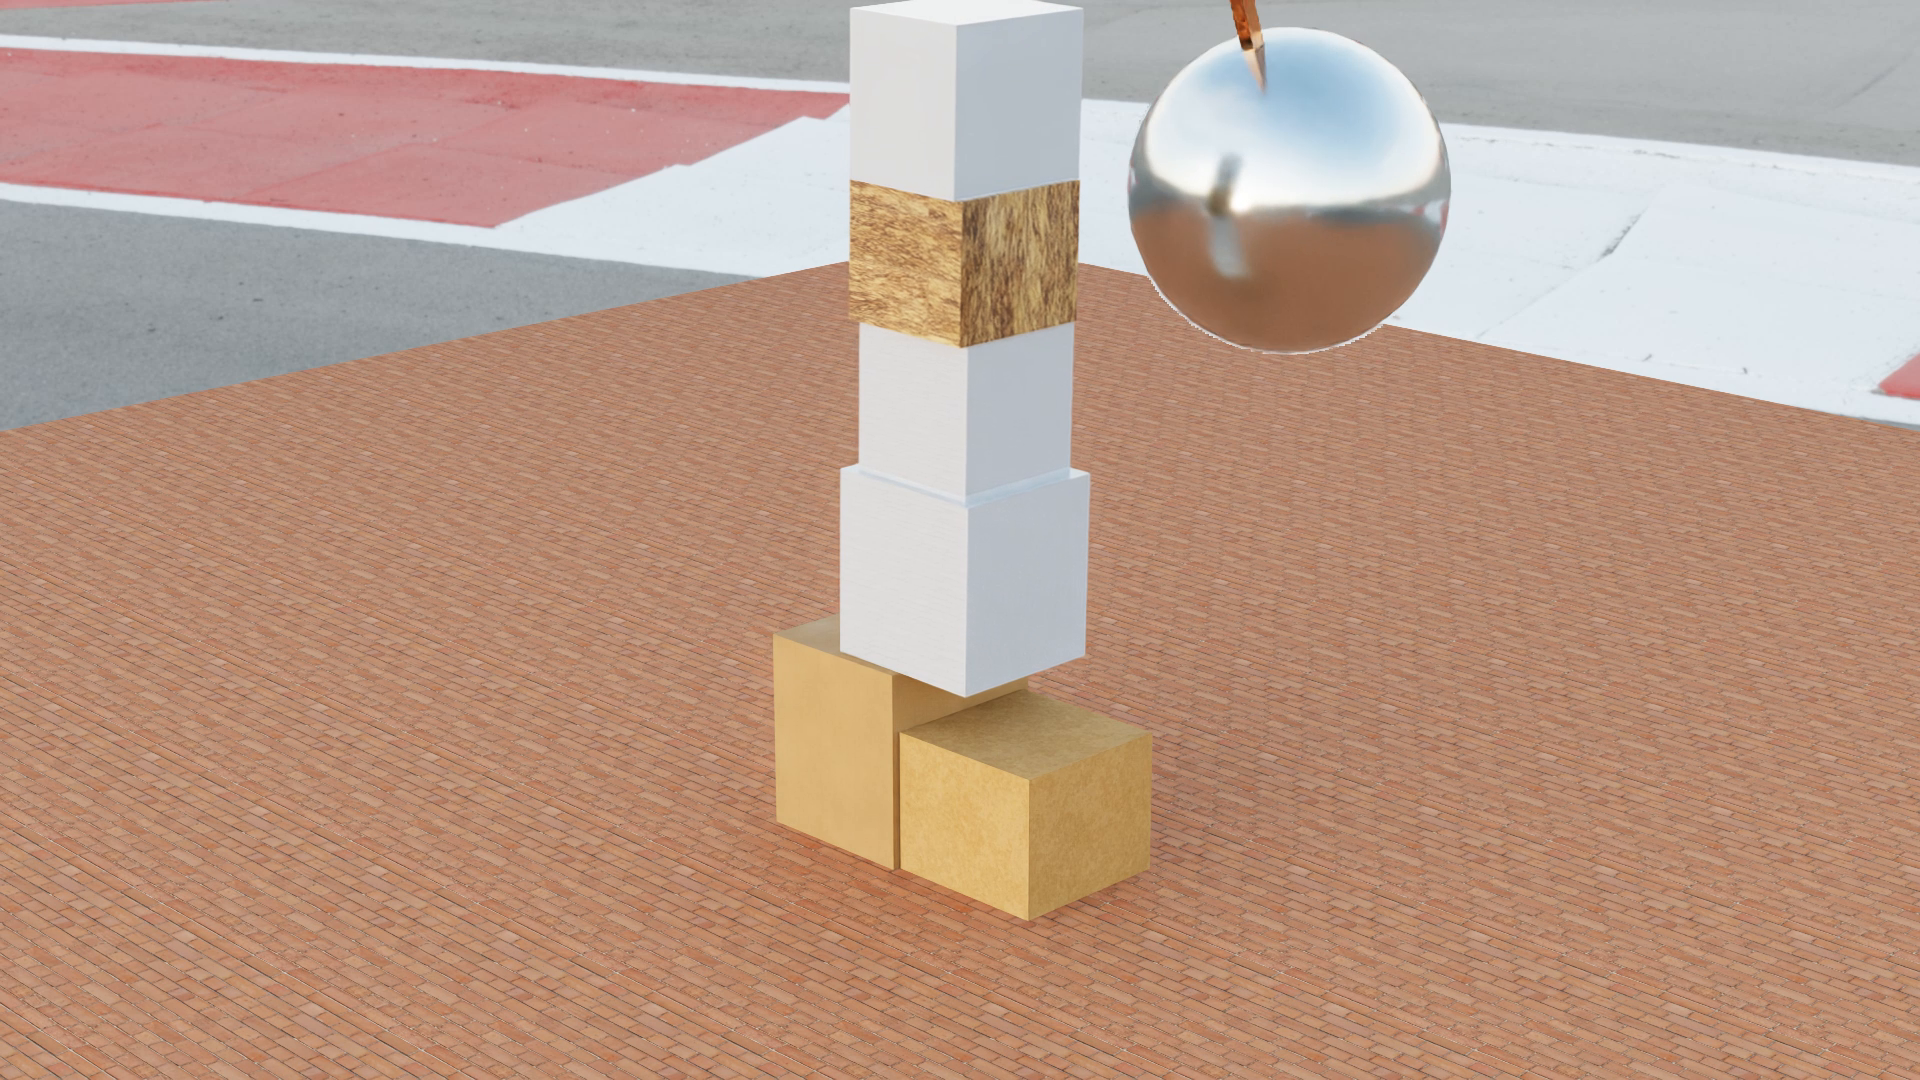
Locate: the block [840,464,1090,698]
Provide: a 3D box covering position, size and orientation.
[{"bbox_3d":[0.018,0.104,13.380,0.782,0.877,0.815,-17,25,-42],"label":"block"}]

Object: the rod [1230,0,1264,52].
[{"bbox_3d":[0.703,-4.449,12.681,0.080,5.200,0.080,17,46,42],"label":"rod"}]

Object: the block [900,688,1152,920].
[{"bbox_3d":[0.300,1.195,13.425,0.811,0.671,0.815,-17,24,-42],"label":"block"}]

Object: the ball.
[{"bbox_3d":[1.623,-1.727,14.500,1.600,1.600,1.600,0,17,0],"label":"ball"}]

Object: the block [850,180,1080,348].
[{"bbox_3d":[0.018,-1.276,12.900,0.731,0.634,0.693,-17,25,-42],"label":"block"}]

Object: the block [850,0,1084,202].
[{"bbox_3d":[0.027,-1.928,12.683,0.774,0.740,0.641,-17,25,-42],"label":"block"}]

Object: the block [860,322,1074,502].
[{"bbox_3d":[0.026,-0.646,13.128,0.669,0.705,0.677,-17,25,-42],"label":"block"}]

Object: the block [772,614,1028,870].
[{"bbox_3d":[-0.278,0.886,13.941,0.891,0.951,0.809,-17,24,-42],"label":"block"}]
